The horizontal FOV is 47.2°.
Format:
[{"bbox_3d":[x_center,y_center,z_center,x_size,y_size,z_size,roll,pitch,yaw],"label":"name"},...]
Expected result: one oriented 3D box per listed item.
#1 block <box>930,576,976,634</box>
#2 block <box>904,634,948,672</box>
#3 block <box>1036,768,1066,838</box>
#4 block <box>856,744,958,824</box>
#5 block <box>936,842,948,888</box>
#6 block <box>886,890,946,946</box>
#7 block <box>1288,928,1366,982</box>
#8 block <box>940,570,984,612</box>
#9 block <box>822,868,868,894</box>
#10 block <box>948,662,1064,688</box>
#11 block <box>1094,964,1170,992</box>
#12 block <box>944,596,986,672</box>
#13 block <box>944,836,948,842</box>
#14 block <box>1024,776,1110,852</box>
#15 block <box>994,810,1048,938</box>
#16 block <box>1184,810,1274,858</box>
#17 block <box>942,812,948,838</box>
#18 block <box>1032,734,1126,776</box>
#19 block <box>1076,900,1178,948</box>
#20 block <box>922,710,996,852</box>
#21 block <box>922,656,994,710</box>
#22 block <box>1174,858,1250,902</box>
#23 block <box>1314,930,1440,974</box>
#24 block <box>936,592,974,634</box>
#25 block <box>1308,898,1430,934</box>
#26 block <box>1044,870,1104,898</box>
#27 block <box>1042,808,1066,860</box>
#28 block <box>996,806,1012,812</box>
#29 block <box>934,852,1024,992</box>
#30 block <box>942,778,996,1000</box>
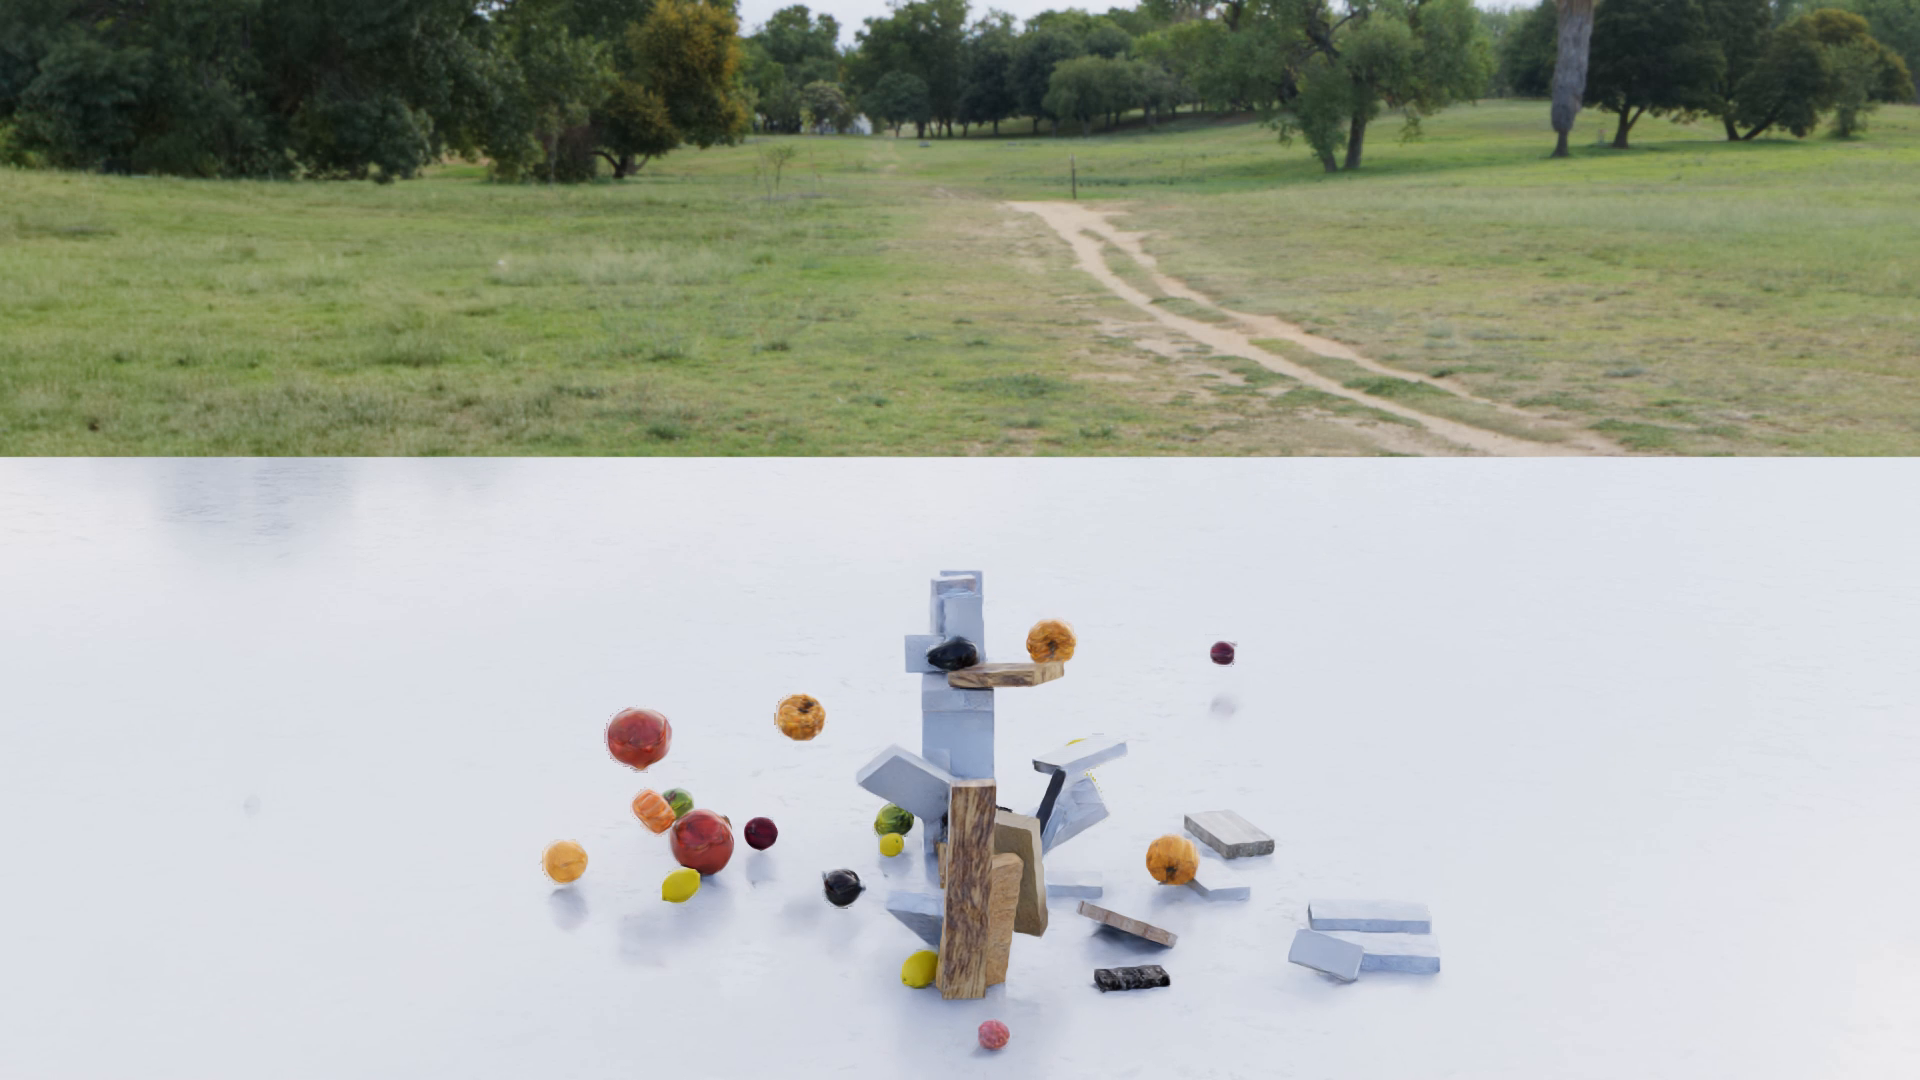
[{"bbox_3d":[-0.013,0.147,4.029,0.079,0.158,0.022,-4,13,-23],"label":"block"},{"bbox_3d":[-0.035,0.203,3.973,0.133,0.067,0.019,-2,1,-10],"label":"block"},{"bbox_3d":[0.128,0.415,3.341,0.018,0.127,0.063,22,-21,7],"label":"block"},{"bbox_3d":[-0.081,0.419,3.769,0.184,0.092,0.026,33,27,-37],"label":"block"},{"bbox_3d":[-0.013,0.551,3.725,0.046,0.013,0.093,-2,39,-3],"label":"block"},{"bbox_3d":[-0.028,0.579,3.336,0.104,0.030,0.209,4,-23,21],"label":"block"},{"bbox_3d":[0.552,0.625,3.316,0.104,0.052,0.015,13,-25,26],"label":"block"},{"bbox_3d":[0.002,0.283,4.110,0.079,0.449,0.022,0,-3,6],"label":"block"},{"bbox_3d":[-0.195,0.575,3.712,0.046,0.013,0.093,-5,11,-23],"label":"block"},{"bbox_3d":[0.080,0.234,3.833,0.184,0.026,0.092,-4,6,39],"label":"block"},{"bbox_3d":[0.256,0.654,3.284,0.104,0.015,0.052,-2,11,-12],"label":"block"},{"bbox_3d":[0.009,0.171,3.956,0.067,0.133,0.019,-4,2,-3],"label":"block"},{"bbox_3d":[-0.006,0.537,3.765,0.046,0.013,0.093,0,43,4],"label":"block"},{"bbox_3d":[0.162,0.490,3.812,0.188,0.026,0.092,-31,30,3],"label":"block"},{"bbox_3d":[0.072,0.499,3.303,0.104,0.209,0.030,9,35,23],"label":"block"},{"bbox_3d":[0.481,0.526,3.942,0.092,0.026,0.184,-3,11,-18],"label":"block"},{"bbox_3d":[-0.008,0.479,3.796,0.048,0.014,0.095,-39,17,9],"label":"block"},{"bbox_3d":[0.219,0.395,4.026,0.158,0.022,0.079,-16,15,-36],"label":"block"},{"bbox_3d":[0.261,0.603,3.454,0.149,0.021,0.075,11,-12,46],"label":"block"},{"bbox_3d":[-0.003,0.421,3.880,0.127,0.255,0.036,0,-4,-3],"label":"block"},{"bbox_3d":[-0.004,0.257,3.967,0.127,0.036,0.255,0,10,0],"label":"block"},{"bbox_3d":[0.423,0.572,3.705,0.075,0.021,0.149,-3,11,-16],"label":"block"},{"bbox_3d":[0.638,0.631,3.375,0.185,0.026,0.092,1,11,6],"label":"block"},{"bbox_3d":[-0.009,0.164,4.008,0.067,0.133,0.019,-4,13,-22],"label":"block"},{"bbox_3d":[0.653,0.604,3.523,0.185,0.026,0.092,1,11,4],"label":"block"},{"bbox_3d":[0.165,0.576,3.685,0.149,0.021,0.075,1,11,4],"label":"block"},{"bbox_3d":[0.131,0.458,3.349,0.015,0.104,0.052,26,-7,5],"label":"block"},{"bbox_3d":[0.044,0.457,3.329,0.063,0.127,0.018,12,31,20],"label":"block"},{"bbox_3d":[0.028,0.564,3.234,0.104,0.209,0.030,-6,26,-29],"label":"block"},{"bbox_3d":[0.012,0.504,3.153,0.063,0.365,0.018,-2,26,-8],"label":"block"}]
